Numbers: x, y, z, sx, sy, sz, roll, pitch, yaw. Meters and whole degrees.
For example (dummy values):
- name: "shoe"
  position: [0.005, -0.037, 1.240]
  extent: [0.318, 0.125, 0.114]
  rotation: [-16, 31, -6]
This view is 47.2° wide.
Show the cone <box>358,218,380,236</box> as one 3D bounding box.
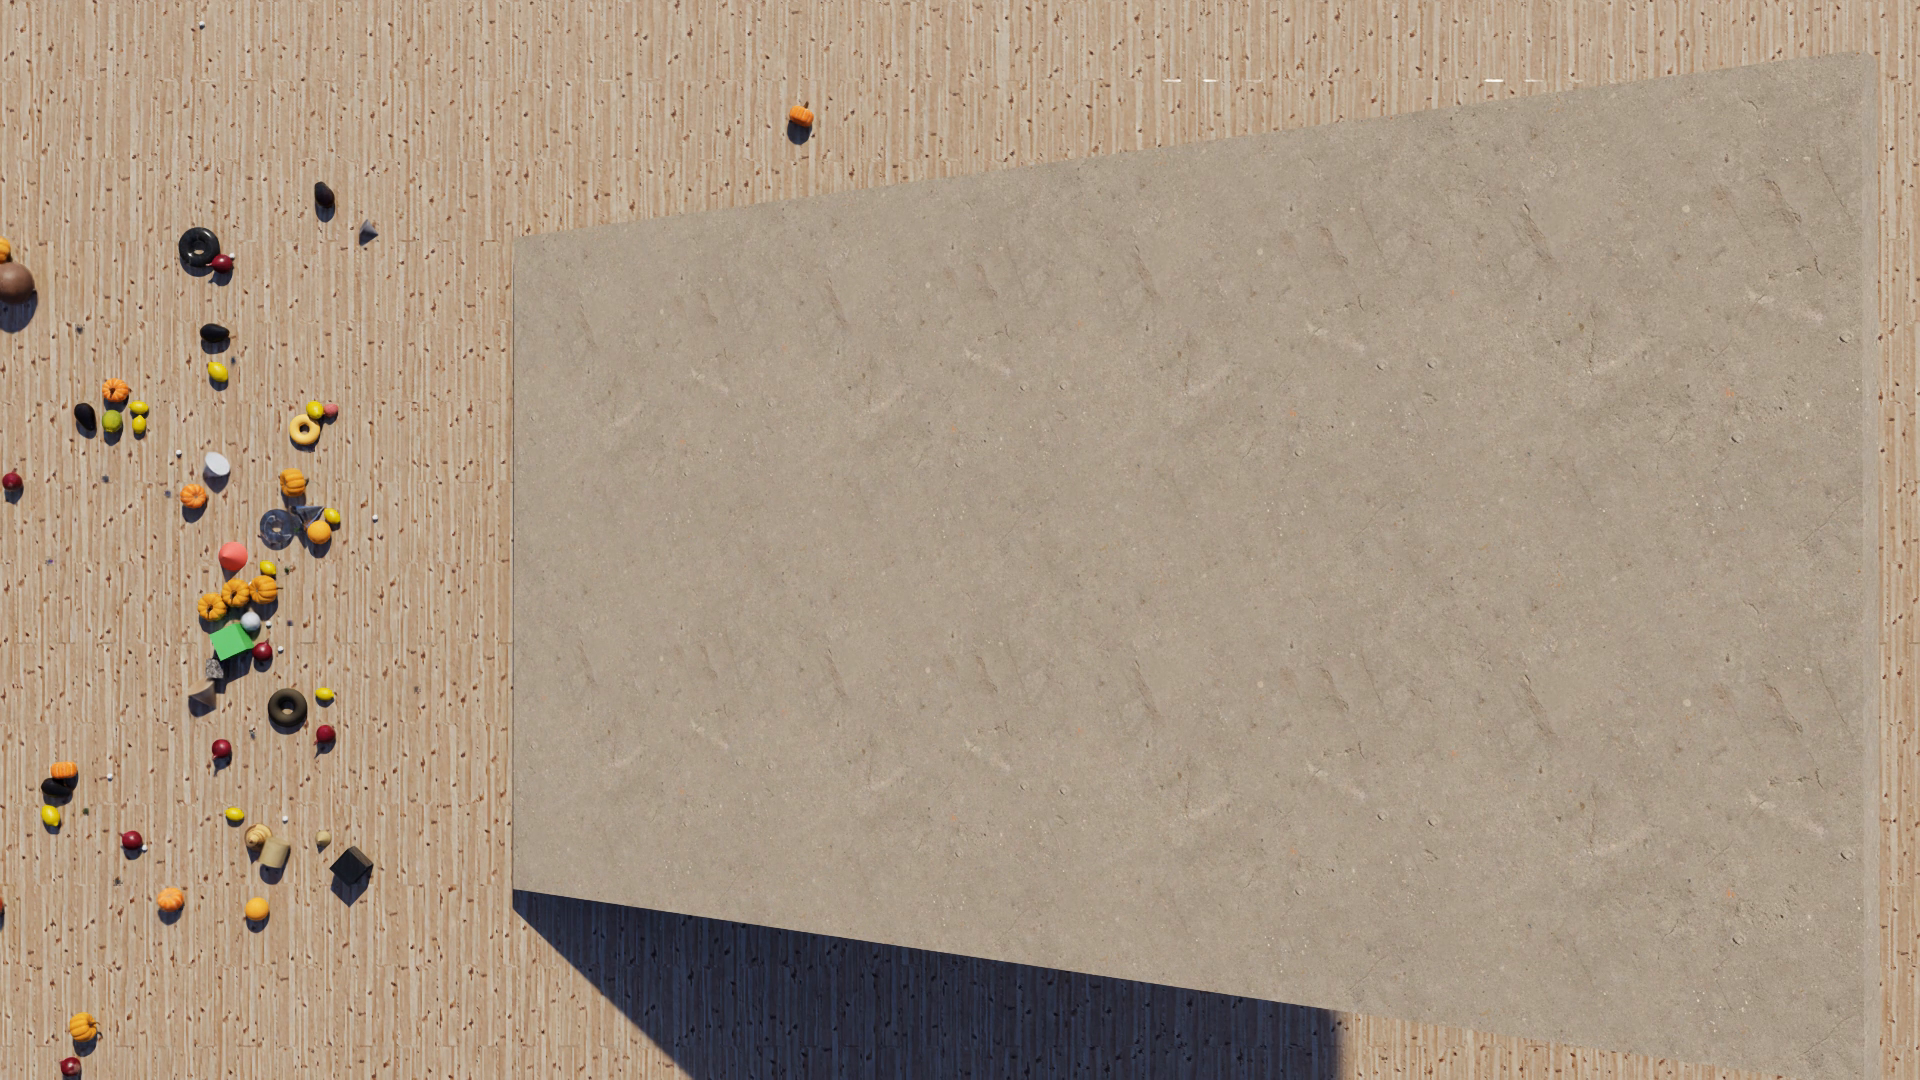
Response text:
- name: "cone"
  position: [-1.827, -0.960, 6.823]
  extent: [0.055, 0.055, 0.055]
  rotation: [29, 90, -26]

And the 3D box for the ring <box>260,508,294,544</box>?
- name: "ring"
  position: [-2.116, -0.043, 6.812]
  extent: [0.108, 0.036, 0.108]
  rotation: [0, 91, 1]

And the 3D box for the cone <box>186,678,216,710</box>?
- name: "cone"
  position: [-2.326, 0.488, 6.805]
  extent: [0.094, 0.094, 0.094]
  rotation: [-23, 116, 0]

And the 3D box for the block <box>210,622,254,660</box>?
- name: "block"
  position: [-2.245, 0.313, 6.784]
  extent: [0.087, 0.087, 0.087]
  rotation: [-25, 90, 0]

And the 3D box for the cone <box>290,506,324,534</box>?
- name: "cone"
  position: [-2.009, -0.084, 6.808]
  extent: [0.097, 0.097, 0.097]
  rotation: [-29, 90, -27]

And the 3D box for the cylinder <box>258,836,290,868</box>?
- name: "cylinder"
  position: [-2.116, 0.963, 6.786]
  extent: [0.074, 0.074, 0.074]
  rotation: [20, 90, 0]

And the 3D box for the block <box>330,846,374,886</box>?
- name: "block"
  position: [-1.876, 1.006, 6.782]
  extent: [0.082, 0.082, 0.082]
  rotation: [43, 90, 0]

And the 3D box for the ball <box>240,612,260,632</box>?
- name: "ball"
  position: [-2.193, 0.252, 6.798]
  extent: [0.059, 0.059, 0.059]
  rotation: [0, 90, 0]

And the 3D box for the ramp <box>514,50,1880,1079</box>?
- name: "ramp"
  position: [0.215, 0.062, 5.531]
  extent: [4.000, 0.100, 2.000]
  rotation: [0, 90, 39]

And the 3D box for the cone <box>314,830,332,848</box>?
- name: "cone"
  position: [-1.976, 0.927, 6.797]
  extent: [0.052, 0.052, 0.052]
  rotation: [0, 90, 0]

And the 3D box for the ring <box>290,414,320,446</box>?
- name: "ring"
  position: [-2.031, -0.342, 6.816]
  extent: [0.096, 0.032, 0.096]
  rotation: [0, 91, -1]

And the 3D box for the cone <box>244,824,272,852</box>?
- name: "cone"
  position: [-2.177, 0.923, 6.778]
  extent: [0.090, 0.090, 0.090]
  rotation: [0, 90, 0]

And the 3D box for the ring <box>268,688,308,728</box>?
- name: "ring"
  position: [-2.081, 0.519, 6.806]
  extent: [0.121, 0.040, 0.121]
  rotation: [0, 90, -1]

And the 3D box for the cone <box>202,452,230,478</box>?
- name: "cone"
  position: [-2.325, -0.216, 6.812]
  extent: [0.085, 0.085, 0.085]
  rotation: [-35, 90, 27]

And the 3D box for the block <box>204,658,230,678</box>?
- name: "block"
  position: [-2.295, 0.397, 6.799]
  extent: [0.056, 0.056, 0.056]
  rotation: [5, 90, 0]

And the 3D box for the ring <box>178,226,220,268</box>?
- name: "ring"
  position: [-2.358, -0.907, 6.814]
  extent: [0.127, 0.042, 0.127]
  rotation: [0, 90, -1]

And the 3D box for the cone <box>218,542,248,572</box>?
- name: "cone"
  position: [-2.257, 0.051, 6.783]
  extent: [0.091, 0.091, 0.091]
  rotation: [0, 90, 0]
